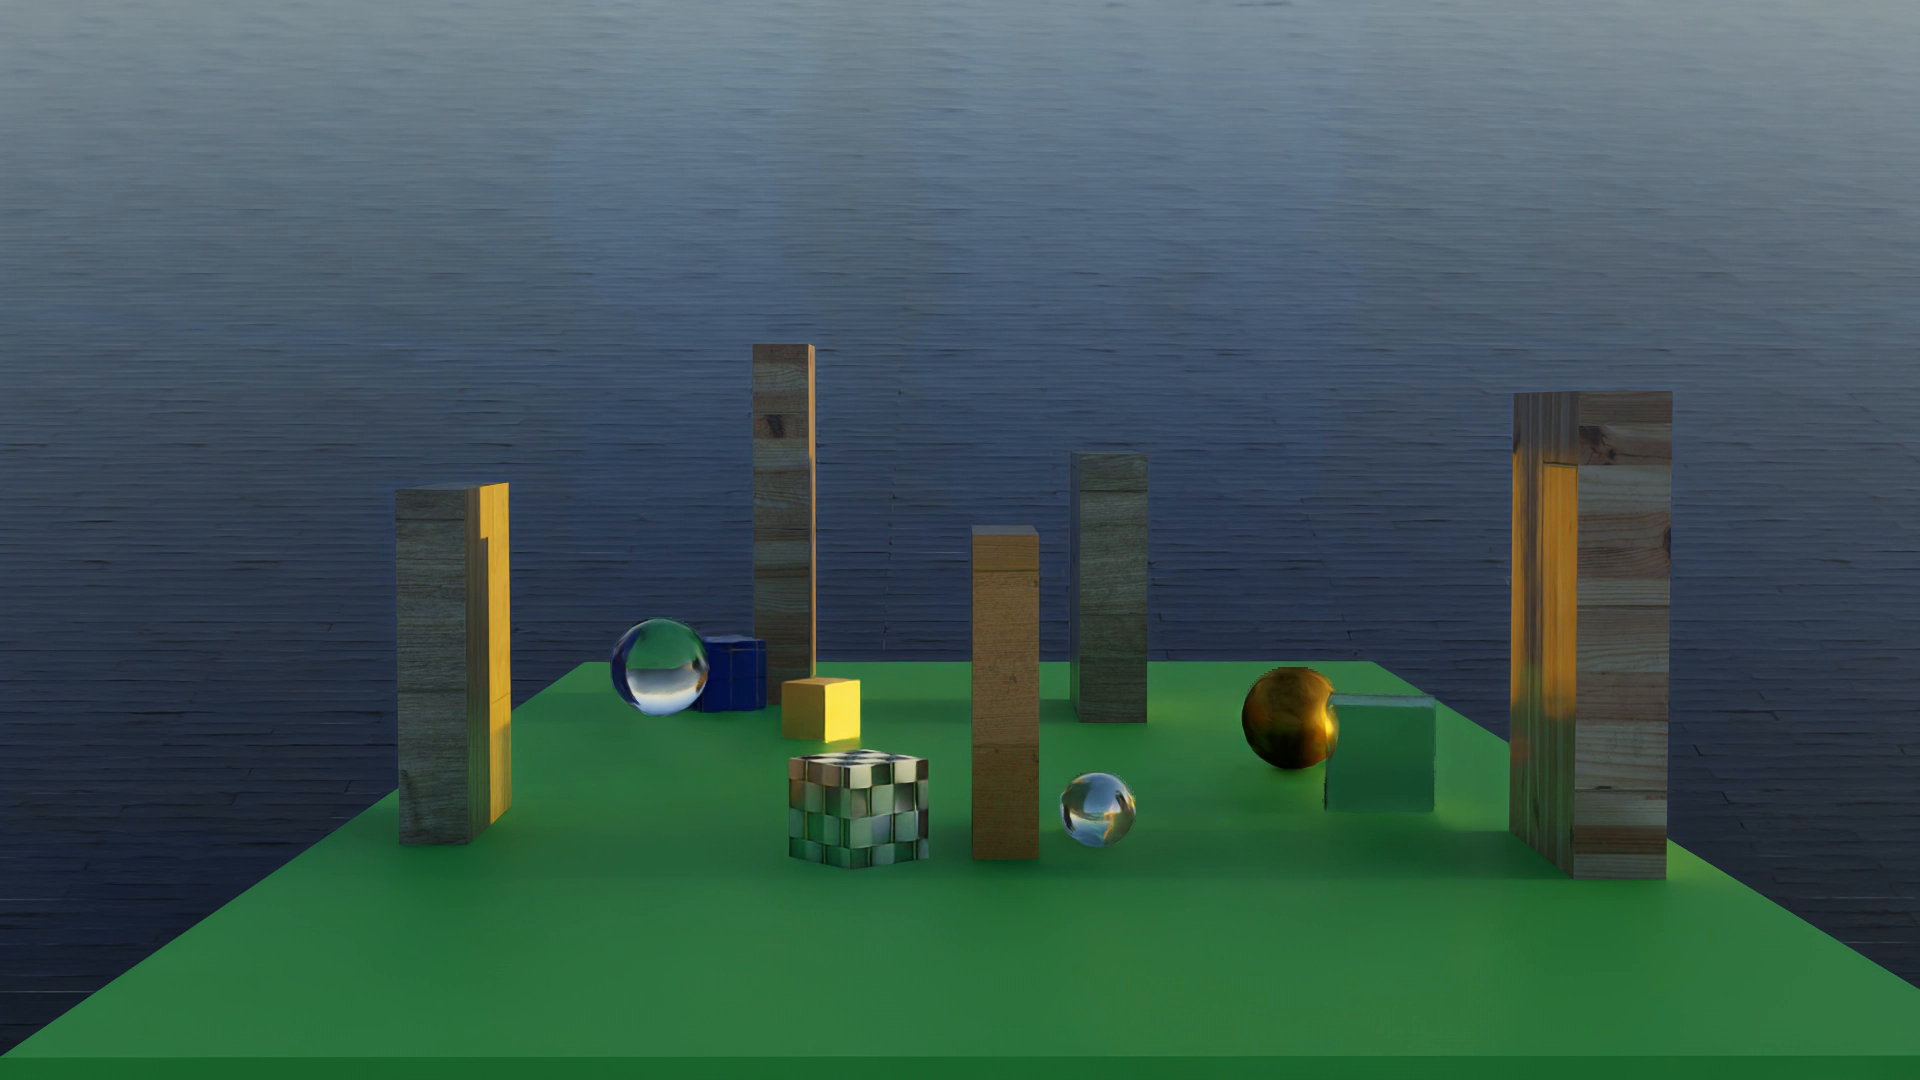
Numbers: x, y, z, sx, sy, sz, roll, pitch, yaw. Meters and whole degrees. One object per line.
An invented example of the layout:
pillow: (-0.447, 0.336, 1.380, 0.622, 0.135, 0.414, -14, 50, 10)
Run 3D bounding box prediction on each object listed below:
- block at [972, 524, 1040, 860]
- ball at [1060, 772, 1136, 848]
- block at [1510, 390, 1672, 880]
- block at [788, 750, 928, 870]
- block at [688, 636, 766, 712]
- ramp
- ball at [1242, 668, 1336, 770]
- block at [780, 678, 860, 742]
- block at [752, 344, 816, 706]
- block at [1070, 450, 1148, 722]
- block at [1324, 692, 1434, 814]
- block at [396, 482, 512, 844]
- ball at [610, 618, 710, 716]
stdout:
block: (0.065, 0.215, 3.791, 0.094, 0.461, 0.313, 0, 3, 0)
ball: (0.201, 0.393, 3.749, 0.109, 0.109, 0.109, 0, 22, 0)
block: (0.894, 0.120, 3.674, 0.125, 0.662, 0.407, 0, 3, 0)
block: (-0.145, 0.382, 3.662, 0.142, 0.142, 0.142, -2, 4, -40)
block: (-0.512, 0.286, 5.523, 0.147, 0.147, 0.147, -2, 3, -27)
ramp: (0.051, 0.459, 4.533, 2.000, 0.100, 4.000, 0, 3, 0)
ball: (0.590, 0.317, 4.561, 0.180, 0.180, 0.180, 0, 22, 0)
block: (-0.273, 0.330, 5.019, 0.109, 0.109, 0.109, 2, 3, 34)
block: (-0.385, -0.038, 5.667, 0.120, 0.780, 0.240, 0, 3, 0)
block: (0.312, 0.088, 5.453, 0.137, 0.547, 0.440, 0, 3, 0)
block: (0.680, 0.342, 4.159, 0.169, 0.169, 0.169, 1, 3, 11)
block: (-0.773, 0.178, 3.944, 0.101, 0.521, 0.370, 0, 3, 0)
ball: (-0.625, 0.266, 5.362, 0.204, 0.204, 0.204, 0, 22, 0)
